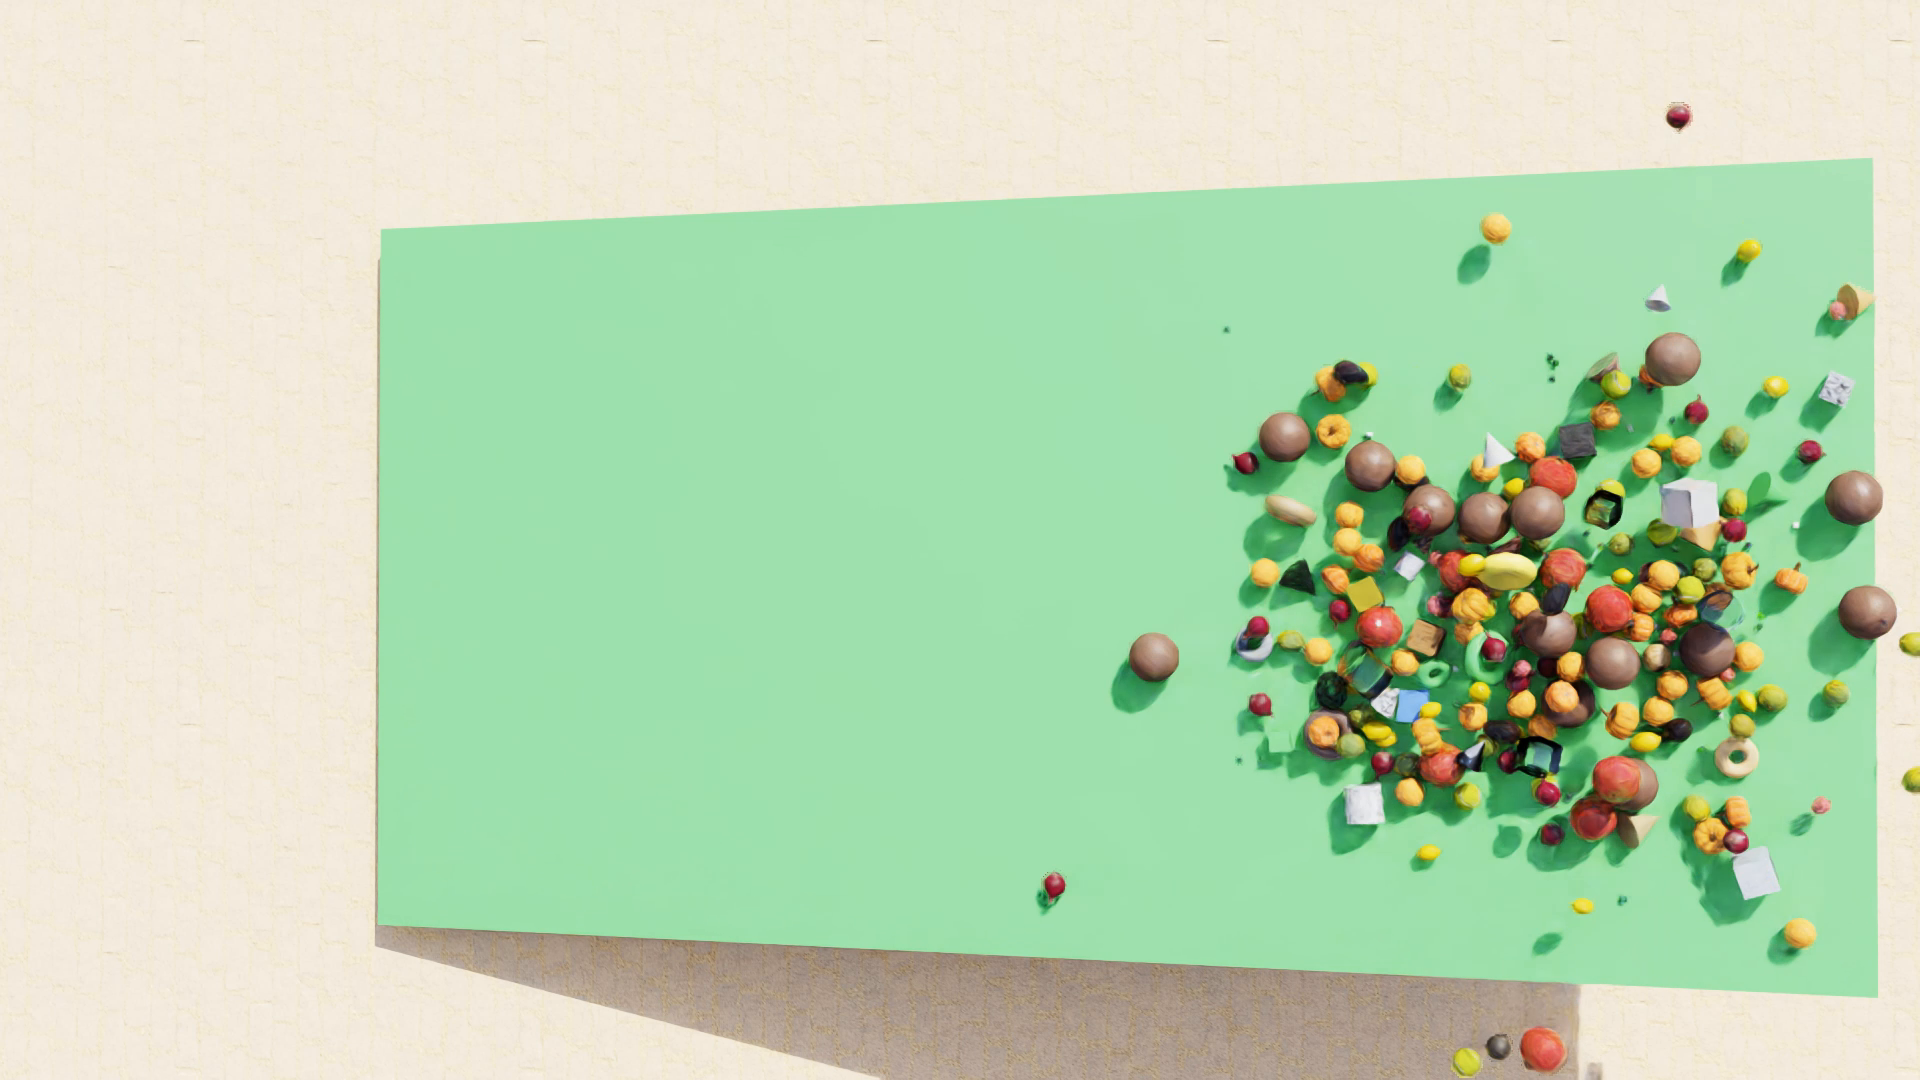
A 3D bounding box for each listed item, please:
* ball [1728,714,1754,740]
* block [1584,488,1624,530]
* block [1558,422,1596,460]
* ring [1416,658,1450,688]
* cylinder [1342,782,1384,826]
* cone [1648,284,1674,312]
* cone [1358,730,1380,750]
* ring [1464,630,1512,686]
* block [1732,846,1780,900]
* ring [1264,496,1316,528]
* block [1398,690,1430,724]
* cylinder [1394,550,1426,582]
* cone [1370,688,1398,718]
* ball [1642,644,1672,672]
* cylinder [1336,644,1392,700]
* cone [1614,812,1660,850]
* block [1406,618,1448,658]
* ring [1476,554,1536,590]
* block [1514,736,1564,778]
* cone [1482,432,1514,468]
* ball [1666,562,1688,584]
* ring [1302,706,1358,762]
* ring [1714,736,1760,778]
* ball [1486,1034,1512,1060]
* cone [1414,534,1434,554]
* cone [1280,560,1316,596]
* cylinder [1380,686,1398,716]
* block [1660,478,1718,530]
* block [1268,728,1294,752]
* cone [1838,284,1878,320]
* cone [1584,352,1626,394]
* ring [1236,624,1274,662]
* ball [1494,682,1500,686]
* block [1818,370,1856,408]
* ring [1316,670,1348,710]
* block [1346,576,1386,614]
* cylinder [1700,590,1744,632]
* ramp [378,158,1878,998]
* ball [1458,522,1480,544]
[{"bbox_3d":[1.848,0.442,5.202,0.060,0.060,0.060,0,89,0],"label":"ball"},{"bbox_3d":[1.552,-0.074,5.298,0.064,0.064,0.064,-30,133,-35],"label":"block"},{"bbox_3d":[1.512,-0.242,5.385,0.079,0.079,0.079,-8,87,16],"label":"block"},{"bbox_3d":[1.180,0.332,5.481,0.087,0.029,0.087,-4,118,-8],"label":"ring"},{"bbox_3d":[1.011,0.661,5.506,0.094,0.094,0.094,-6,88,0],"label":"cylinder"},{"bbox_3d":[1.622,-0.569,5.096,0.060,0.060,0.060,5,60,0],"label":"cone"},{"bbox_3d":[1.042,0.513,5.536,0.055,0.055,0.055,24,89,-29],"label":"cone"},{"bbox_3d":[1.294,0.290,5.386,0.136,0.045,0.136,1,89,-26],"label":"ring"},{"bbox_3d":[1.898,0.793,5.245,0.085,0.085,0.085,-19,97,20],"label":"block"},{"bbox_3d":[0.833,-0.073,5.547,0.139,0.139,0.046,23,85,0],"label":"ring"},{"bbox_3d":[1.132,0.415,5.484,0.071,0.071,0.071,2,96,16],"label":"block"},{"bbox_3d":[1.124,0.064,5.501,0.059,0.059,0.059,35,100,0],"label":"cylinder"},{"bbox_3d":[1.065,0.391,5.444,0.072,0.072,0.072,36,109,0],"label":"cone"},{"bbox_3d":[1.689,0.285,5.332,0.070,0.070,0.070,0,89,0],"label":"ball"},{"bbox_3d":[1.006,0.328,5.467,0.098,0.098,0.098,40,89,-18],"label":"cylinder"},{"bbox_3d":[1.662,0.689,5.347,0.099,0.099,0.099,-19,89,-12],"label":"cone"},{"bbox_3d":[1.163,0.244,5.477,0.074,0.074,0.074,23,95,19],"label":"block"},{"bbox_3d":[1.329,0.078,5.347,0.143,0.143,0.048,8,63,0],"label":"ring"},{"bbox_3d":[1.406,0.528,5.348,0.076,0.076,0.076,23,70,-16],"label":"block"},{"bbox_3d":[1.290,-0.225,5.326,0.082,0.082,0.082,-20,93,0],"label":"cone"},{"bbox_3d":[1.739,0.079,5.330,0.052,0.052,0.052,0,89,0],"label":"ball"},{"bbox_3d":[0.936,0.489,5.555,0.141,0.047,0.141,0,89,15],"label":"ring"},{"bbox_3d":[1.869,0.522,5.291,0.103,0.034,0.103,1,97,10],"label":"ring"},{"bbox_3d":[1.344,1.267,5.487,0.064,0.064,0.064,0,89,0],"label":"ball"},{"bbox_3d":[1.167,0.000,5.482,0.052,0.052,0.052,45,117,1],"label":"cone"},{"bbox_3d":[0.876,0.113,5.580,0.091,0.091,0.091,-46,105,-1],"label":"cone"},{"bbox_3d":[1.066,0.404,5.515,0.053,0.053,0.053,-29,80,0],"label":"cylinder"},{"bbox_3d":[1.724,-0.087,5.200,0.092,0.092,0.092,-16,107,-30],"label":"block"},{"bbox_3d":[0.814,0.510,5.585,0.053,0.053,0.053,-7,87,16],"label":"block"},{"bbox_3d":[2.150,-0.571,5.231,0.084,0.084,0.084,-10,89,-11],"label":"cone"},{"bbox_3d":[1.597,-0.391,5.371,0.099,0.099,0.099,-43,96,-1],"label":"cone"},{"bbox_3d":[0.752,0.263,5.616,0.100,0.033,0.100,-1,87,20],"label":"ring"},{"bbox_3d":[1.318,0.335,5.445,0.053,0.053,0.053,0,89,0],"label":"ball"},{"bbox_3d":[2.085,-0.359,5.226,0.062,0.062,0.062,25,109,17],"label":"block"},{"bbox_3d":[0.936,0.378,5.536,0.033,0.098,0.098,4,89,-37],"label":"ring"},{"bbox_3d":[1.020,0.136,5.523,0.071,0.071,0.071,-29,82,13],"label":"block"},{"bbox_3d":[1.795,0.168,5.176,0.089,0.089,0.089,-3,82,25],"label":"cylinder"},{"bbox_3d":[0.268,0.096,5.826,4.000,0.100,2.000,0,89,16],"label":"ramp"},{"bbox_3d":[1.264,-0.016,5.466,0.054,0.054,0.054,0,89,0],"label":"ball"}]
